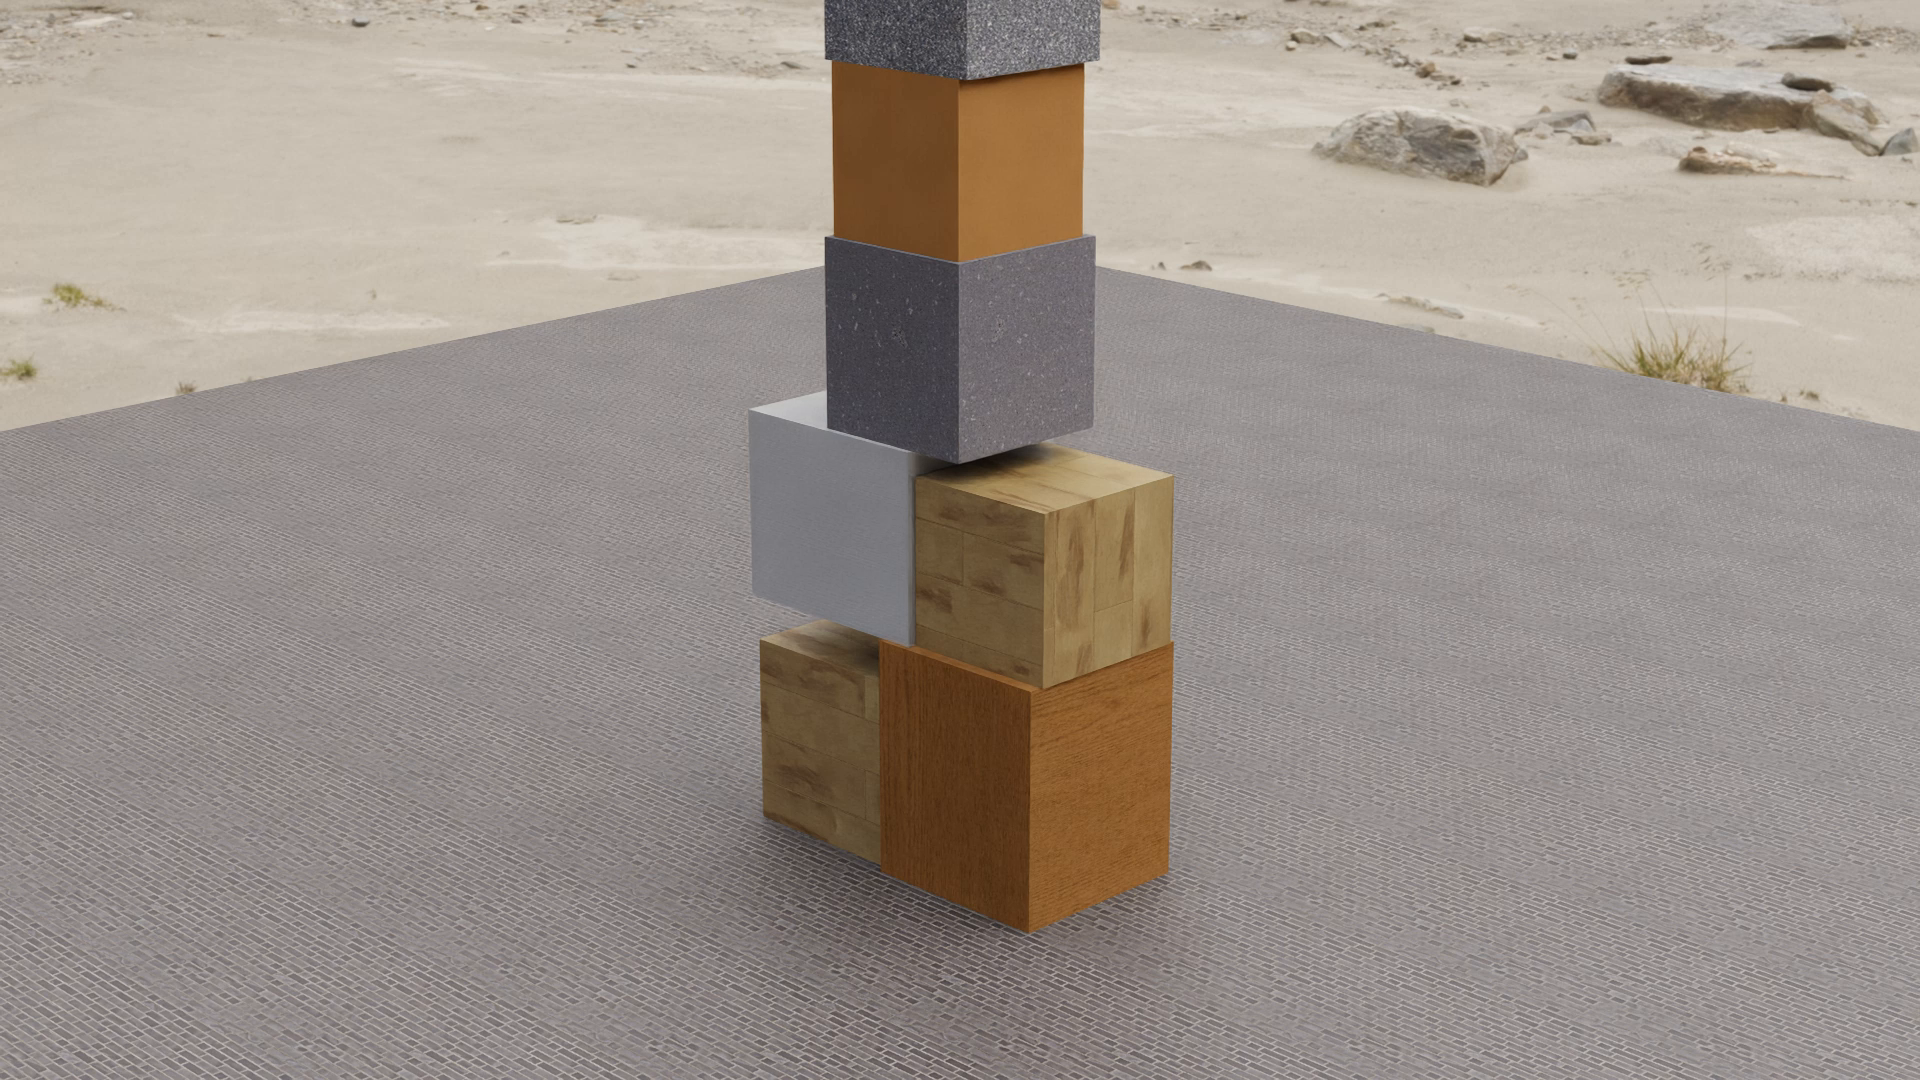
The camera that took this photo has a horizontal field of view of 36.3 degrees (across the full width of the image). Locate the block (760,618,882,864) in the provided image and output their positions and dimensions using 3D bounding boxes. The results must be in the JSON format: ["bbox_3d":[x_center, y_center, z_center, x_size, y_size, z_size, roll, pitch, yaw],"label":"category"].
[{"bbox_3d":[-0.339,0.899,13.975,0.857,0.905,0.865,-17,24,-42],"label":"block"}]

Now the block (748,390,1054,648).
[{"bbox_3d":[-0.271,-0.161,13.593,0.936,0.900,1.054,-17,24,-42],"label":"block"}]

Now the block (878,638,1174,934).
[{"bbox_3d":[0.297,0.989,13.315,0.929,1.129,0.942,-17,24,-42],"label":"block"}]

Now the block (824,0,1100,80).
[{"bbox_3d":[0.009,-2.417,12.597,0.816,0.706,0.868,-17,24,-42],"label":"block"}]

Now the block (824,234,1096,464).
[{"bbox_3d":[0.001,-0.922,13.056,0.856,0.874,0.837,-17,24,-42],"label":"block"}]

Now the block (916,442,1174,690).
[{"bbox_3d":[0.372,0.094,12.973,0.828,0.784,0.780,-17,24,-42],"label":"block"}]

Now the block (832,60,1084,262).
[{"bbox_3d":[-0.009,-1.706,12.801,0.773,0.773,0.776,-17,24,-42],"label":"block"}]
